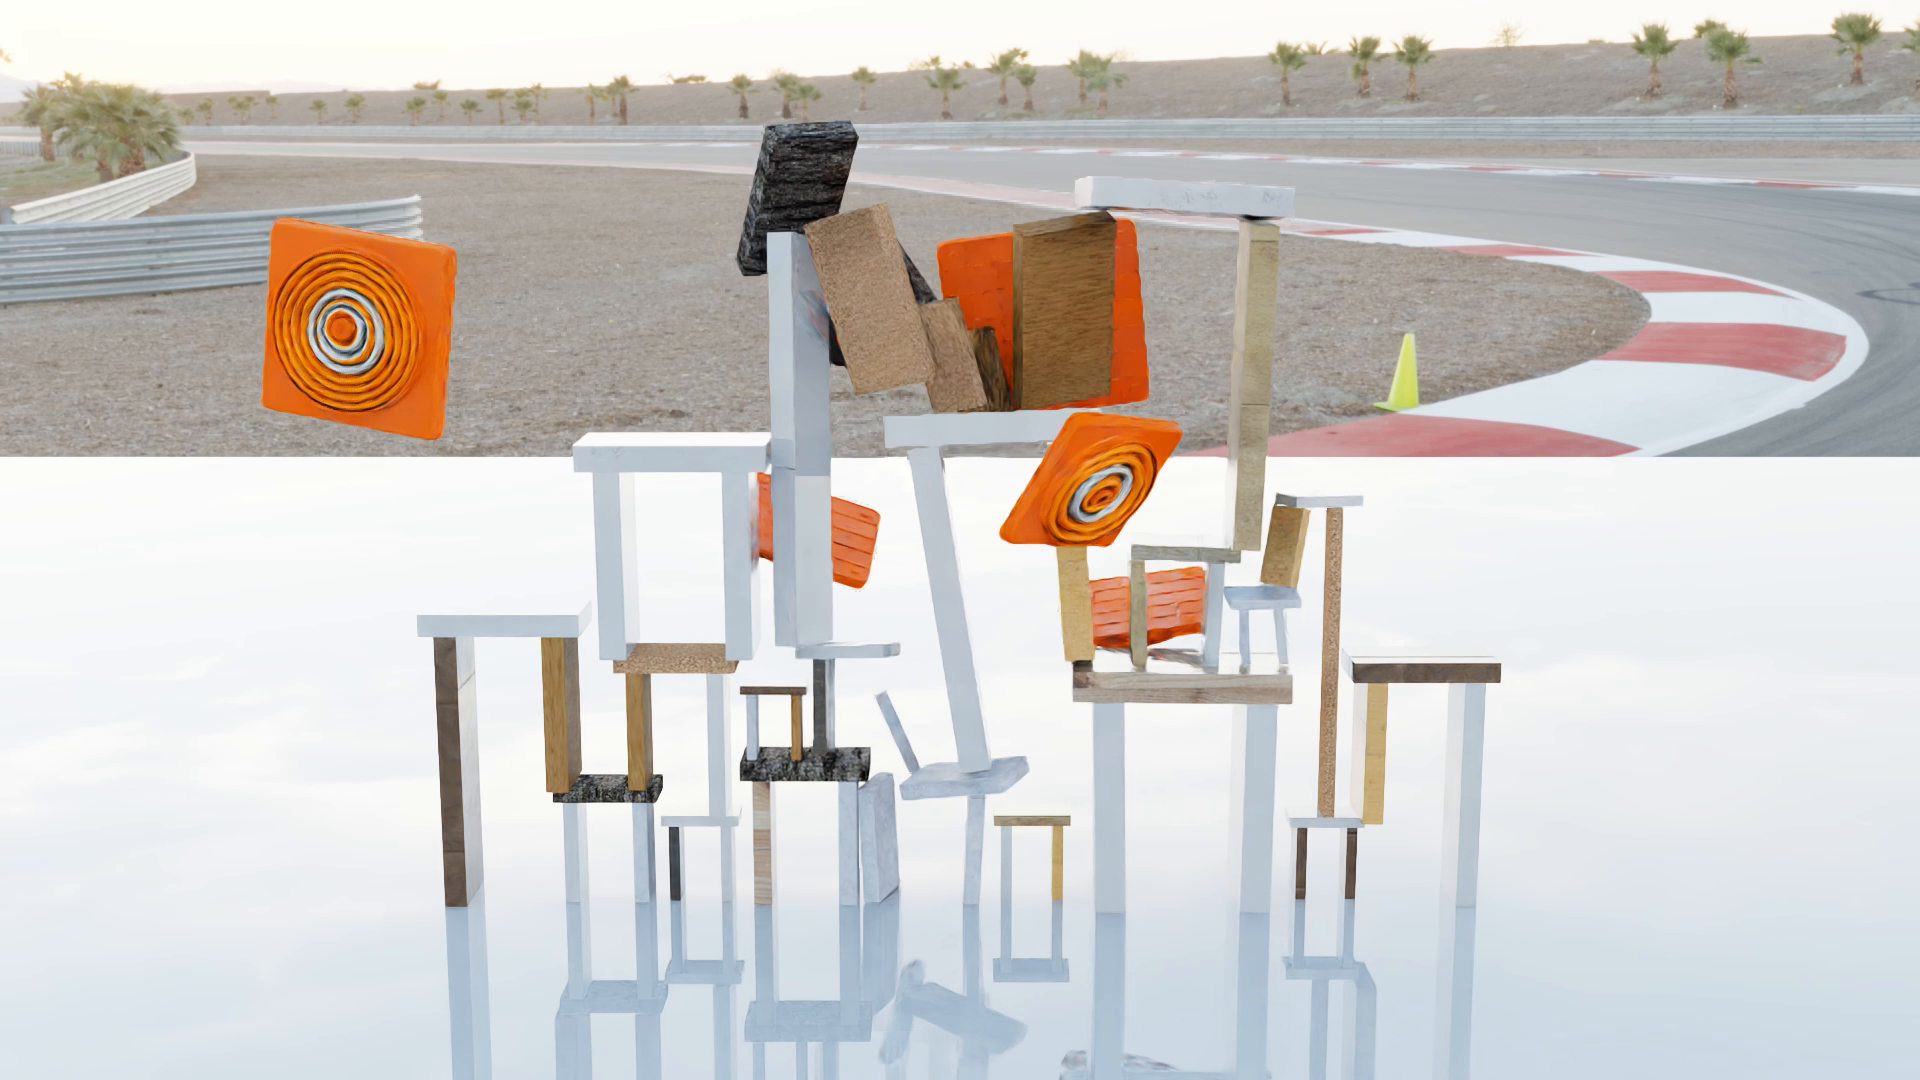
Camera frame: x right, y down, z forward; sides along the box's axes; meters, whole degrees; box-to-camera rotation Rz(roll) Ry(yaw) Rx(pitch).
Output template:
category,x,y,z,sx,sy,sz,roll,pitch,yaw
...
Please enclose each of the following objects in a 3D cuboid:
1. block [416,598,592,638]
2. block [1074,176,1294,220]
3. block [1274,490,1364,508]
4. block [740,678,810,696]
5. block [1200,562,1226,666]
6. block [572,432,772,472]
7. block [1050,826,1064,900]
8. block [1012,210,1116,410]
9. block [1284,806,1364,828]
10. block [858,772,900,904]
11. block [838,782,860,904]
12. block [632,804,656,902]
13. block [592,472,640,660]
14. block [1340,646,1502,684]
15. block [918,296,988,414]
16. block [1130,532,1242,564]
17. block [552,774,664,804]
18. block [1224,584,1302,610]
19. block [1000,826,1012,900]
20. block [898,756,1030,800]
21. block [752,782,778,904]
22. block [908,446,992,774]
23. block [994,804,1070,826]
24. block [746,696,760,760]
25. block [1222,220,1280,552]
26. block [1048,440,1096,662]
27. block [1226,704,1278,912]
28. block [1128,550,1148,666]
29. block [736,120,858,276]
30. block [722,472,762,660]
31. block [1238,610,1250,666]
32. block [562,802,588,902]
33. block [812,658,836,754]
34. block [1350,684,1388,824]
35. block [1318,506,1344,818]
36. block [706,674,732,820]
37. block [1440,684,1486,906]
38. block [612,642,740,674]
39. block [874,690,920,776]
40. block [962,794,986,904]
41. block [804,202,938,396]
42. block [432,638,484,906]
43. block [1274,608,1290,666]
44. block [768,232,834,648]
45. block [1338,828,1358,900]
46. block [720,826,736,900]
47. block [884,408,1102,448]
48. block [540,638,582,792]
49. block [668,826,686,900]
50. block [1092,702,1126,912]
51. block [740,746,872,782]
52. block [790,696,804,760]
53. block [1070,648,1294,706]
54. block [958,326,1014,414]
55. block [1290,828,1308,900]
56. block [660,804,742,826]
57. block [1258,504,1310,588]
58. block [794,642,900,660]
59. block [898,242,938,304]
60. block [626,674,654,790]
category,x,y,z,sx,sy,sz,roll,pitch,yaw
block,-0.740,0.126,3.584,0.259,0.037,0.130,0,11,0
block,0.344,-0.529,3.408,0.312,0.044,0.156,2,6,-8
block,0.578,-0.066,3.536,0.127,0.018,0.063,-2,9,-25
block,-0.303,0.240,3.601,0.109,0.015,0.054,0,10,1
block,0.410,0.109,3.567,0.025,0.175,0.088,3,13,2
block,-0.458,-0.141,3.535,0.303,0.043,0.152,0,10,0
block,0.161,0.527,3.659,0.018,0.127,0.063,0,11,0
block,0.166,-0.366,3.529,0.156,0.312,0.044,-11,35,-16
block,0.605,0.459,3.649,0.123,0.017,0.062,0,11,0
block,-0.134,0.493,3.649,0.028,0.194,0.097,1,12,19
block,-0.184,0.487,3.648,0.030,0.210,0.105,0,11,0
block,-0.525,0.506,3.655,0.024,0.170,0.085,0,11,0
block,-0.556,0.030,3.565,0.043,0.303,0.152,0,10,0
block,0.751,0.203,3.593,0.237,0.034,0.118,0,11,0
block,-0.023,-0.298,3.572,0.090,0.179,0.025,-8,15,31
block,0.363,0.012,3.536,0.176,0.025,0.088,2,13,4
block,-0.582,0.411,3.637,0.170,0.024,0.085,0,11,0
block,0.482,0.091,3.503,0.113,0.016,0.057,-2,24,-6
block,0.077,0.527,3.659,0.018,0.127,0.063,0,11,0
block,0.007,0.390,3.606,0.194,0.028,0.097,-8,12,31
block,-0.324,0.487,3.648,0.030,0.210,0.105,0,11,0
block,-0.015,0.107,3.587,0.049,0.523,0.172,-9,3,2
block,0.119,0.456,3.646,0.127,0.018,0.063,0,11,0
block,-0.340,0.301,3.612,0.015,0.109,0.054,0,10,1
block,0.459,-0.246,3.474,0.044,0.505,0.156,2,11,1
block,0.181,0.014,3.600,0.049,0.345,0.172,-4,6,2
block,0.482,0.418,3.633,0.050,0.351,0.176,1,11,0
block,0.289,0.110,3.572,0.025,0.176,0.088,-2,10,2
block,-0.271,-0.562,3.635,0.146,0.292,0.041,-8,53,-25
block,-0.354,0.030,3.565,0.043,0.303,0.152,0,10,0
block,0.460,0.140,3.555,0.016,0.113,0.057,-2,23,7
block,-0.638,0.506,3.655,0.024,0.170,0.085,0,11,0
block,-0.224,0.271,3.624,0.022,0.155,0.077,0,1,8
block,0.672,0.336,3.617,0.034,0.237,0.118,0,11,0
block,0.606,0.197,3.600,0.018,0.516,0.063,0,11,0
block,-0.396,0.327,3.618,0.028,0.244,0.098,0,11,0
block,0.830,0.405,3.631,0.034,0.377,0.118,0,11,0
block,-0.461,0.193,3.593,0.196,0.028,0.098,0,11,0
block,-0.100,0.335,3.705,0.022,0.172,0.077,-24,46,-4
block,0.023,0.494,3.650,0.028,0.194,0.097,3,11,-1
block,-0.145,-0.389,3.570,0.146,0.292,0.041,-8,14,38
block,-0.826,0.367,3.629,0.037,0.453,0.130,0,11,0
block,0.520,0.139,3.558,0.016,0.113,0.057,-4,23,12
block,-0.262,-0.163,3.623,0.041,0.670,0.146,0,2,20
block,0.646,0.529,3.662,0.017,0.123,0.062,0,11,0
block,-0.385,0.528,3.655,0.018,0.128,0.064,0,11,0
block,0.057,-0.182,3.561,0.345,0.049,0.172,-2,3,4
block,-0.654,0.271,3.611,0.037,0.259,0.130,0,11,0
block,-0.470,0.528,3.655,0.018,0.128,0.064,0,11,0
block,0.245,0.418,3.633,0.050,0.351,0.175,-1,10,3
block,-0.254,0.369,3.627,0.210,0.030,0.105,0,11,0
block,-0.268,0.301,3.612,0.015,0.109,0.054,0,10,1
block,0.358,0.221,3.592,0.351,0.050,0.175,1,10,2
block,0.031,-0.261,3.632,0.090,0.179,0.025,-11,29,8
block,0.564,0.529,3.662,0.017,0.123,0.062,0,11,0
block,-0.428,0.456,3.641,0.128,0.018,0.064,0,11,0
block,0.518,0.010,3.509,0.018,0.127,0.063,12,-2,-43
block,-0.184,0.181,3.605,0.155,0.022,0.077,-2,1,19
block,-0.100,-0.410,3.620,0.090,0.179,0.025,-41,-13,35
block,-0.527,0.303,3.614,0.028,0.196,0.098,0,10,0
